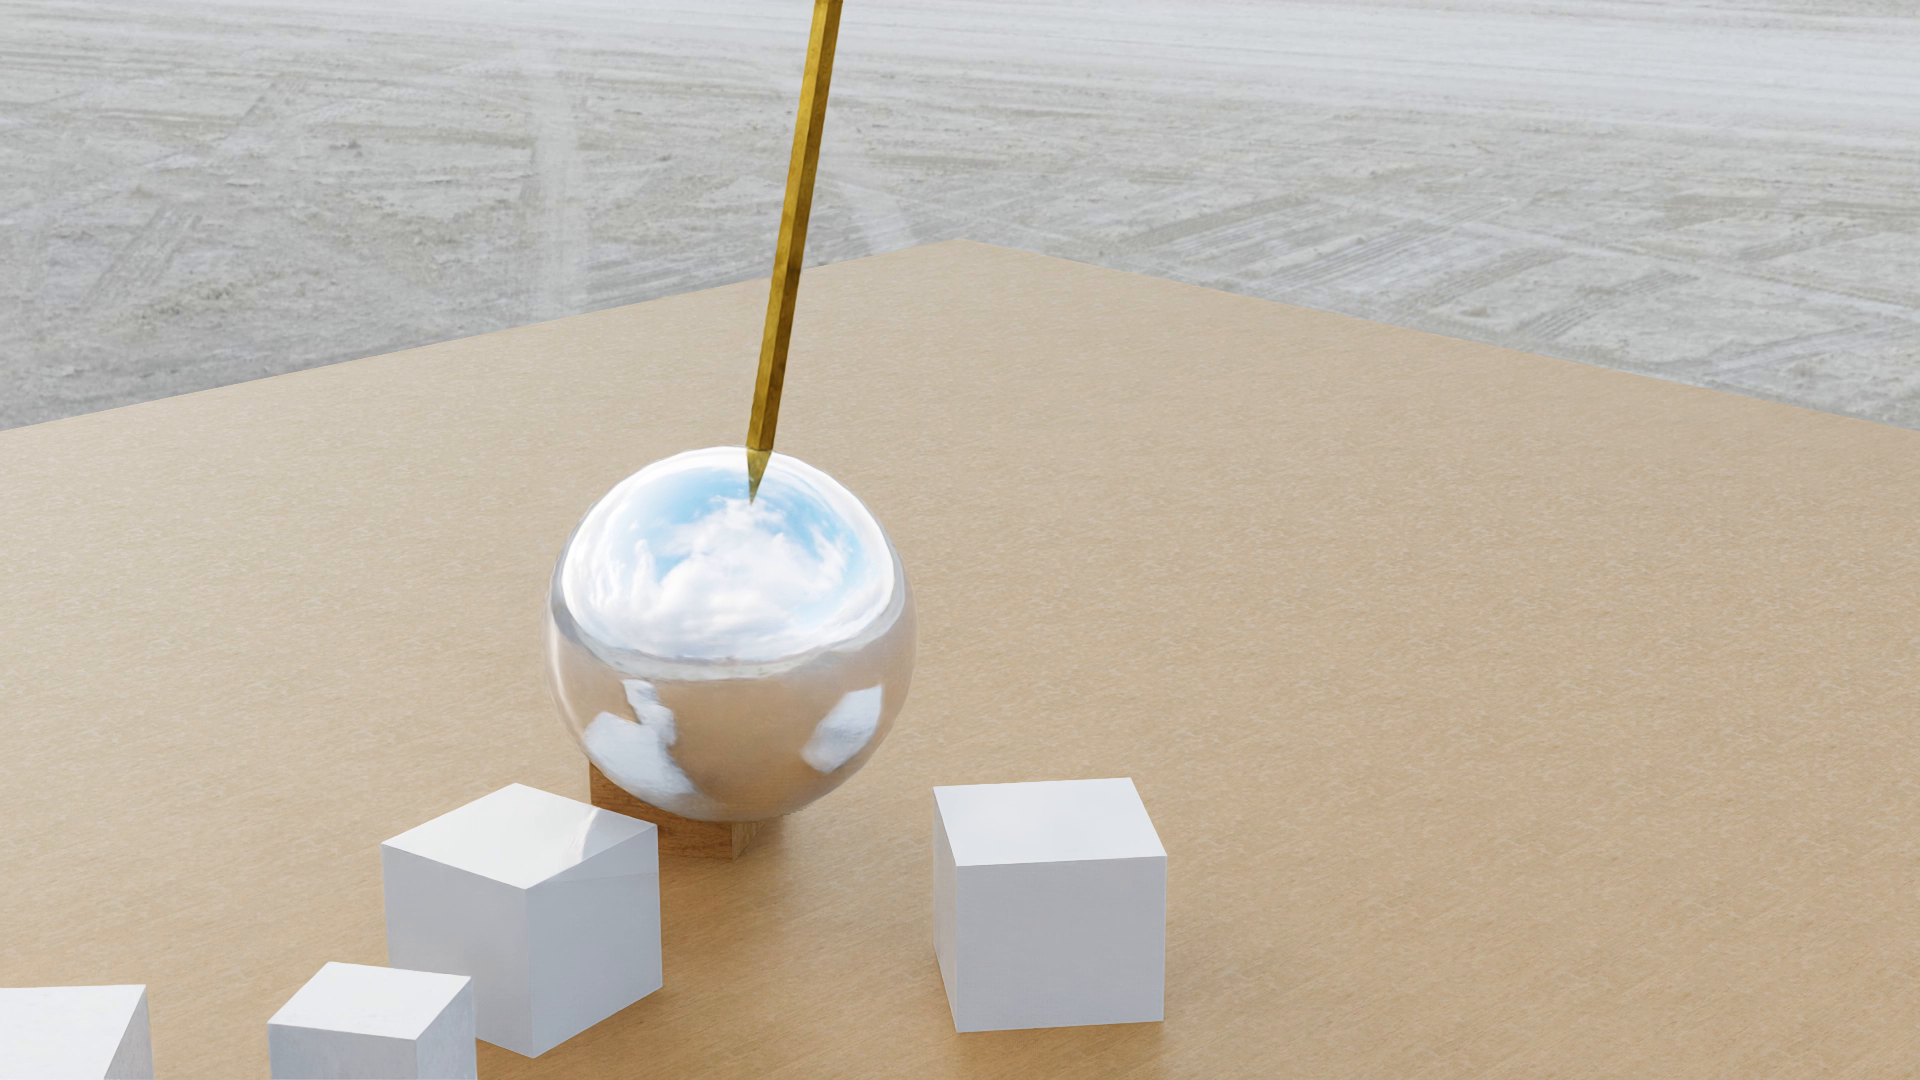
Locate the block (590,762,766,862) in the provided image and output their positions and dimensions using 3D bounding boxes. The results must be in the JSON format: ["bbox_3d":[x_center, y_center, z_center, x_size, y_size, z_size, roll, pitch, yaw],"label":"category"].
[{"bbox_3d":[-1.289,1.007,13.933,0.692,0.725,0.793,4,18,14],"label":"block"}]

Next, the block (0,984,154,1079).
[{"bbox_3d":[-3.397,2.105,10.443,0.877,0.721,0.822,-1,17,-3],"label":"block"}]

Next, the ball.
[{"bbox_3d":[-0.974,0.396,12.445,1.600,1.600,1.600,0,17,0],"label":"ball"}]

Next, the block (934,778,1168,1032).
[{"bbox_3d":[0.360,1.516,12.293,0.856,0.737,0.843,-2,18,-7],"label":"block"}]

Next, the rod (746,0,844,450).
[{"bbox_3d":[-0.422,-2.926,11.980,0.080,5.200,0.080,17,11,42],"label":"rod"}]

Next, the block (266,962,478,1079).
[{"bbox_3d":[-2.216,1.988,11.111,0.592,0.545,0.532,4,18,13],"label":"block"}]

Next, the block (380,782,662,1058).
[{"bbox_3d":[-1.807,1.559,12.155,0.799,0.738,0.792,12,21,33],"label":"block"}]
